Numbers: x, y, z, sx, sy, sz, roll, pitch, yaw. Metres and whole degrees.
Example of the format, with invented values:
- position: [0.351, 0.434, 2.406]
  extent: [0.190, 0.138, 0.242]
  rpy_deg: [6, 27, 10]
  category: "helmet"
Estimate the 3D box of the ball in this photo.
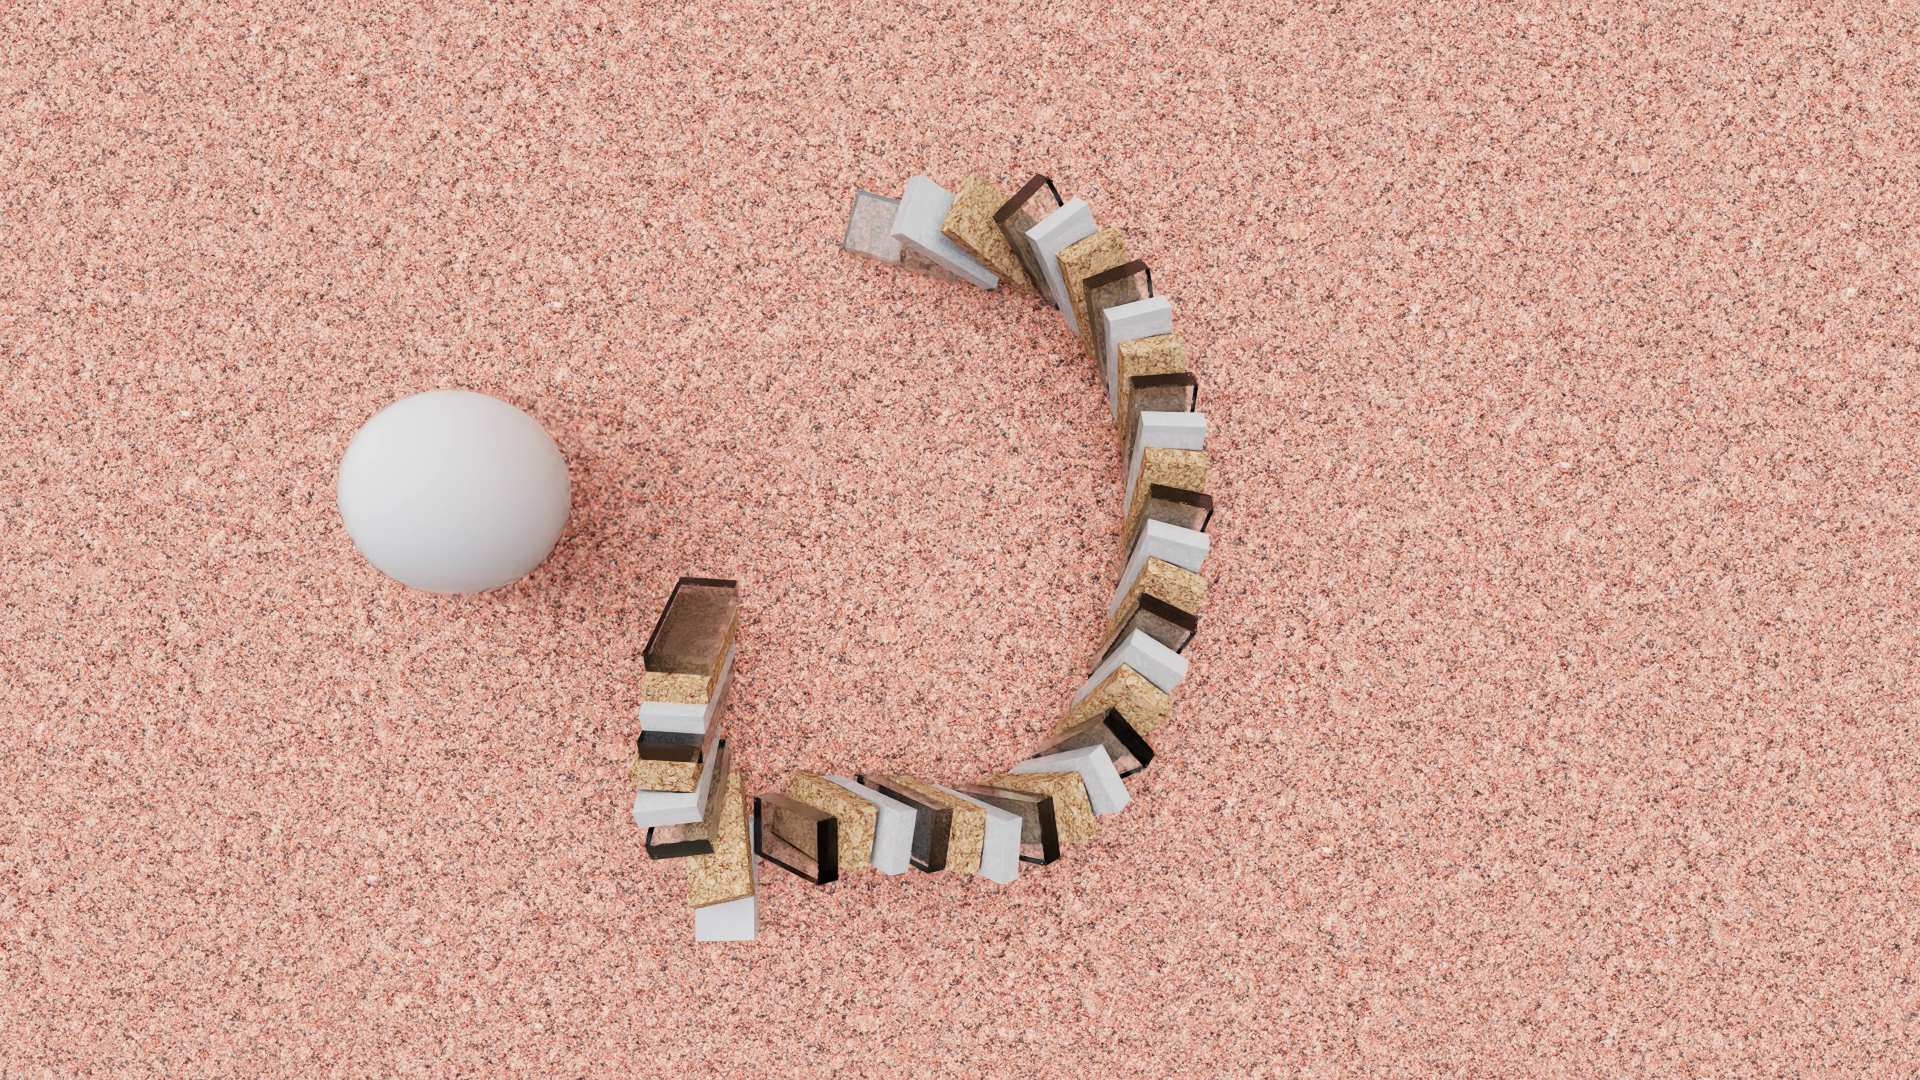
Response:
- position: [-0.196, -0.018, 0.360]
  extent: [0.080, 0.080, 0.080]
  rpy_deg: [0, 90, 0]
  category: "ball"

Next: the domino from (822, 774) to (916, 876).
- position: [-0.040, 0.117, 0.379]
  extent: [0.050, 0.010, 0.025]
  rpy_deg: [8, 90, 44]
  category: "domino"

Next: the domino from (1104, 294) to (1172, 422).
- position: [0.074, -0.074, 0.380]
  extent: [0.025, 0.010, 0.050]
  rpy_deg: [-14, 133, 0]
  category: "domino"

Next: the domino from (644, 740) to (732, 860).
- position: [-0.111, 0.106, 0.377]
  extent: [0.025, 0.050, 0.010]
  rpy_deg: [-6, 127, 0]
  category: "domino"

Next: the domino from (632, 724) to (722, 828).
- position: [-0.115, 0.094, 0.377]
  extent: [0.025, 0.050, 0.009]
  rpy_deg: [-6, 125, 0]
  category: "domino"

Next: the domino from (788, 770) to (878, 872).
- position: [-0.054, 0.115, 0.378]
  extent: [0.010, 0.050, 0.025]
  rpy_deg: [8, 90, -42]
  category: "domino"

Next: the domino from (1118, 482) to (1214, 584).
- position: [0.084, 0.001, 0.380]
  extent: [0.025, 0.009, 0.050]
  rpy_deg: [12, 132, 0]
  category: "domino"

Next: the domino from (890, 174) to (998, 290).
- position: [-0.003, -0.127, 0.382]
  extent: [0.050, 0.009, 0.025]
  rpy_deg: [20, 88, -35]
  category: "domino"

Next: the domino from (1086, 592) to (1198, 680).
- position: [0.075, 0.045, 0.380]
  extent: [0.025, 0.009, 0.050]
  rpy_deg: [25, 132, 0]
  category: "domino"

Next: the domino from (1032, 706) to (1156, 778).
- position: [0.054, 0.089, 0.378]
  extent: [0.025, 0.050, 0.010]
  rpy_deg: [48, 48, 0]
  category: "domino"

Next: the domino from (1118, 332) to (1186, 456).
- position: [0.079, -0.060, 0.380]
  extent: [0.025, 0.010, 0.050]
  rpy_deg: [-9, 133, 0]
  category: "domino"

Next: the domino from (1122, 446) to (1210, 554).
- position: [0.084, -0.015, 0.380]
  extent: [0.025, 0.010, 0.050]
  rpy_deg: [5, 132, 0]
  category: "domino"

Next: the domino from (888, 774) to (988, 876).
- position: [-0.012, 0.117, 0.379]
  extent: [0.010, 0.050, 0.025]
  rpy_deg: [8, 90, -45]
  category: "domino"

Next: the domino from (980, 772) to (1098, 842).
- position: [0.032, 0.110, 0.379]
  extent: [0.009, 0.050, 0.025]
  rpy_deg: [-18, 90, -43]
  category: "domino"

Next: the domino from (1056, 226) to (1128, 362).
- position: [0.059, -0.101, 0.379]
  extent: [0.025, 0.010, 0.050]
  rpy_deg: [-28, 133, 0]
  category: "domino"

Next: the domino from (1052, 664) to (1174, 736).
- position: [0.063, 0.074, 0.379]
  extent: [0.025, 0.009, 0.050]
  rpy_deg: [37, 133, 0]
  category: "domino"

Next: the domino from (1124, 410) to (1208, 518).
- position: [0.084, -0.030, 0.380]
  extent: [0.025, 0.009, 0.050]
  rpy_deg: [2, 132, 0]
  category: "domino"

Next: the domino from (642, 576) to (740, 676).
- position: [-0.109, 0.034, 0.377]
  extent: [0.025, 0.050, 0.010]
  rpy_deg: [4, 124, 0]
  category: "domino"

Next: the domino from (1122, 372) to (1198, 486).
- position: [0.082, -0.045, 0.380]
  extent: [0.025, 0.009, 0.050]
  rpy_deg: [-4, 133, 0]
  category: "domino"

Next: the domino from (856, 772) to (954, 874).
- position: [-0.025, 0.116, 0.379]
  extent: [0.010, 0.050, 0.025]
  rpy_deg: [8, 90, -45]
  category: "domino"

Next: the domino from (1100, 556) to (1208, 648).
- position: [0.080, 0.031, 0.380]
  extent: [0.025, 0.009, 0.050]
  rpy_deg: [21, 132, 0]
  category: "domino"

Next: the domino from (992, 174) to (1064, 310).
- position: [0.036, -0.122, 0.379]
  extent: [0.025, 0.009, 0.050]
  rpy_deg: [-44, 134, 0]
  category: "domino"

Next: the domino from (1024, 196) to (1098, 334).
- position: [0.048, -0.112, 0.379]
  extent: [0.025, 0.010, 0.050]
  rpy_deg: [-36, 134, 0]
  category: "domino"

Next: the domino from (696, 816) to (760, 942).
- position: [-0.101, 0.146, 0.395]
  extent: [0.025, 0.010, 0.050]
  rpy_deg: [-1, 90, 0]
  category: "domino"

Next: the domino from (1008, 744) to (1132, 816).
- position: [0.044, 0.101, 0.378]
  extent: [0.010, 0.050, 0.025]
  rpy_deg: [-28, 90, -43]
  category: "domino"

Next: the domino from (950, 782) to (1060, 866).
- position: [0.018, 0.117, 0.379]
  extent: [0.009, 0.050, 0.025]
  rpy_deg: [-8, 91, -44]
  category: "domino"

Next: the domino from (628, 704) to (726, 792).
- position: [-0.115, 0.080, 0.377]
  extent: [0.025, 0.050, 0.010]
  rpy_deg: [4, 124, 0]
  category: "domino"

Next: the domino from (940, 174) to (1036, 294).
- position: [0.017, -0.126, 0.380]
  extent: [0.050, 0.009, 0.025]
  rpy_deg: [25, 90, -42]
  category: "domino"

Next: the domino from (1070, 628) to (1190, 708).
- position: [0.070, 0.060, 0.380]
  extent: [0.025, 0.009, 0.050]
  rpy_deg: [32, 133, 0]
  category: "domino"

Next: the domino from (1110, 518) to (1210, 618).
- position: [0.082, 0.016, 0.380]
  extent: [0.025, 0.010, 0.050]
  rpy_deg: [15, 132, 0]
  category: "domino"

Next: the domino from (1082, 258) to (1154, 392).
- position: [0.068, -0.088, 0.379]
  extent: [0.025, 0.009, 0.050]
  rpy_deg: [-20, 133, 0]
  category: "domino"

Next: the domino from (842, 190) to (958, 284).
- position: [-0.023, -0.131, 0.395]
  extent: [0.050, 0.010, 0.025]
  rpy_deg: [16, 90, 0]
  category: "domino"

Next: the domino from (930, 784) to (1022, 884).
- position: [0.003, 0.120, 0.378]
  extent: [0.009, 0.050, 0.025]
  rpy_deg: [2, 93, -44]
  category: "domino"

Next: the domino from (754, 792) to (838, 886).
- position: [-0.068, 0.122, 0.378]
  extent: [0.010, 0.050, 0.025]
  rpy_deg: [-1, 90, -41]
  category: "domino"

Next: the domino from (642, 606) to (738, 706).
- position: [-0.110, 0.046, 0.377]
  extent: [0.025, 0.050, 0.009]
  rpy_deg: [4, 124, 0]
  category: "domino"

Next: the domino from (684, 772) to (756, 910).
- position: [-0.101, 0.125, 0.383]
  extent: [0.025, 0.010, 0.050]
  rpy_deg: [-11, 62, -5]
  category: "domino"

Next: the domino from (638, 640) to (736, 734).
- position: [-0.111, 0.057, 0.377]
  extent: [0.025, 0.050, 0.010]
  rpy_deg: [4, 124, 0]
  category: "domino"

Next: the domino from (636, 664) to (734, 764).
- position: [-0.112, 0.069, 0.377]
  extent: [0.025, 0.050, 0.009]
  rpy_deg: [4, 124, 0]
  category: "domino"
